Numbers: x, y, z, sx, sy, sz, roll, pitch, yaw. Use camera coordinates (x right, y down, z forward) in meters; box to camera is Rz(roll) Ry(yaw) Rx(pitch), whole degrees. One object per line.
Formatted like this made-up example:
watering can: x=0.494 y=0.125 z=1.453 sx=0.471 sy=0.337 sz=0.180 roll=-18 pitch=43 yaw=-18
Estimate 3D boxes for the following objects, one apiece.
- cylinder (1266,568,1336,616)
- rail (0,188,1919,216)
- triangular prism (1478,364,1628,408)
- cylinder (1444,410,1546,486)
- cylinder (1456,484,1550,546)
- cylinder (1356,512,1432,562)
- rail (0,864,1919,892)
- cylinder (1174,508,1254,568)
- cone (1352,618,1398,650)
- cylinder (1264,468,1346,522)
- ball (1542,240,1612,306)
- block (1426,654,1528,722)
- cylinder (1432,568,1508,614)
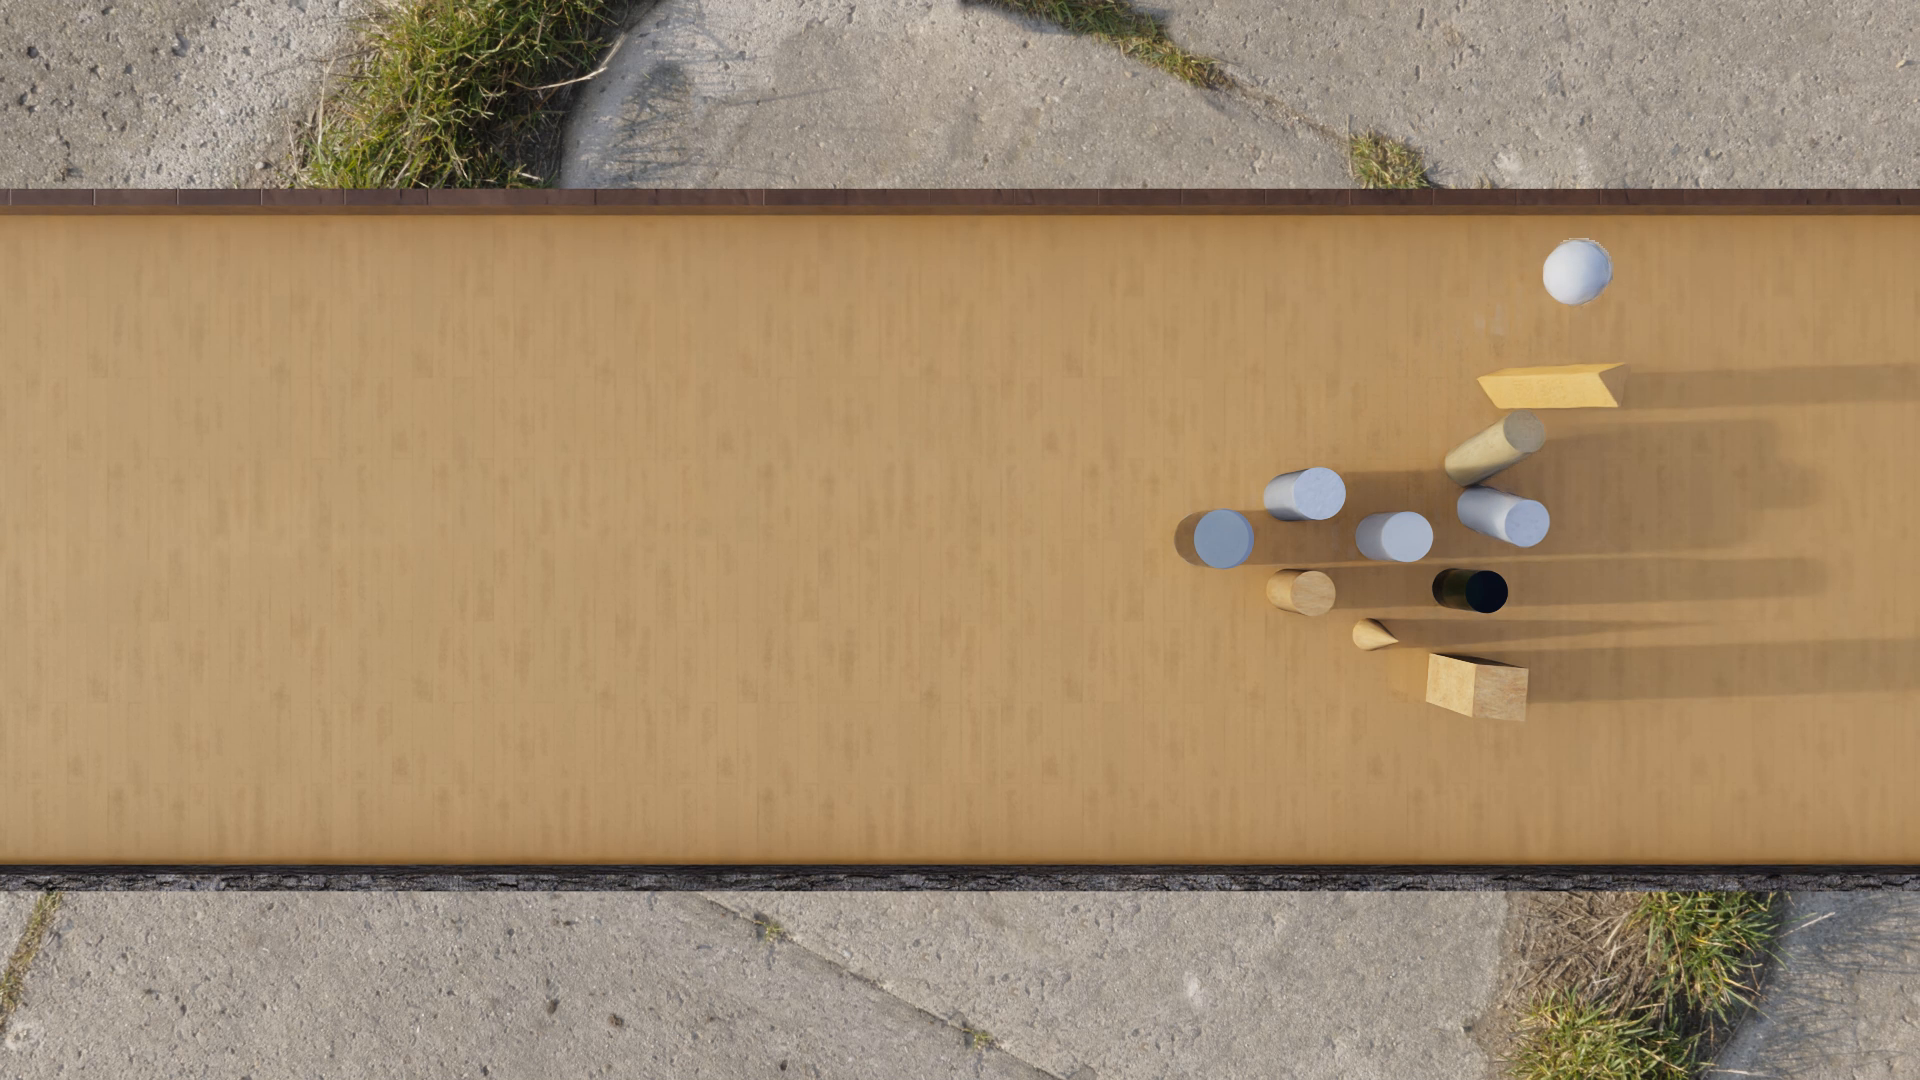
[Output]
cylinder: x=1.008 y=0.153 z=4.893 sx=0.129 sy=0.366 sz=0.129 roll=0 pitch=90 yaw=0
rail: x=-2.247 y=-1.025 z=5.002 sx=12.000 sy=0.150 sz=0.050 roll=0 pitch=90 yaw=0
triangular prism: x=1.755 y=-0.474 z=4.859 sx=0.110 sy=0.456 sz=0.127 roll=-49 pitch=113 yaw=-17
cylinder: x=1.579 y=-0.267 z=4.884 sx=0.129 sy=0.363 sz=0.129 roll=3 pitch=76 yaw=-10
cylinder: x=1.612 y=-0.074 z=4.910 sx=0.139 sy=0.311 sz=0.139 roll=-2 pitch=100 yaw=-9
cylinder: x=1.289 y=-0.009 z=4.913 sx=0.146 sy=0.326 sz=0.146 roll=0 pitch=90 yaw=0
rail: x=-2.247 y=1.025 z=5.001 sx=12.000 sy=0.150 sz=0.050 roll=0 pitch=90 yaw=0
cylinder: x=0.743 y=-0.003 z=4.860 sx=0.170 sy=0.432 sz=0.170 roll=0 pitch=90 yaw=0
cone: x=1.259 y=0.291 z=4.903 sx=0.101 sy=0.346 sz=0.101 roll=0 pitch=90 yaw=0
cylinder: x=1.008 y=-0.131 z=4.851 sx=0.148 sy=0.452 sz=0.148 roll=0 pitch=90 yaw=0
ball: x=1.773 y=-0.768 z=4.743 sx=0.186 sy=0.186 sz=0.186 roll=0 pitch=90 yaw=0
block: x=1.514 y=0.428 z=4.849 sx=0.148 sy=0.455 sz=0.148 roll=5 pitch=90 yaw=0
cylinder: x=1.515 y=0.149 z=4.911 sx=0.124 sy=0.332 sz=0.124 roll=0 pitch=90 yaw=0
